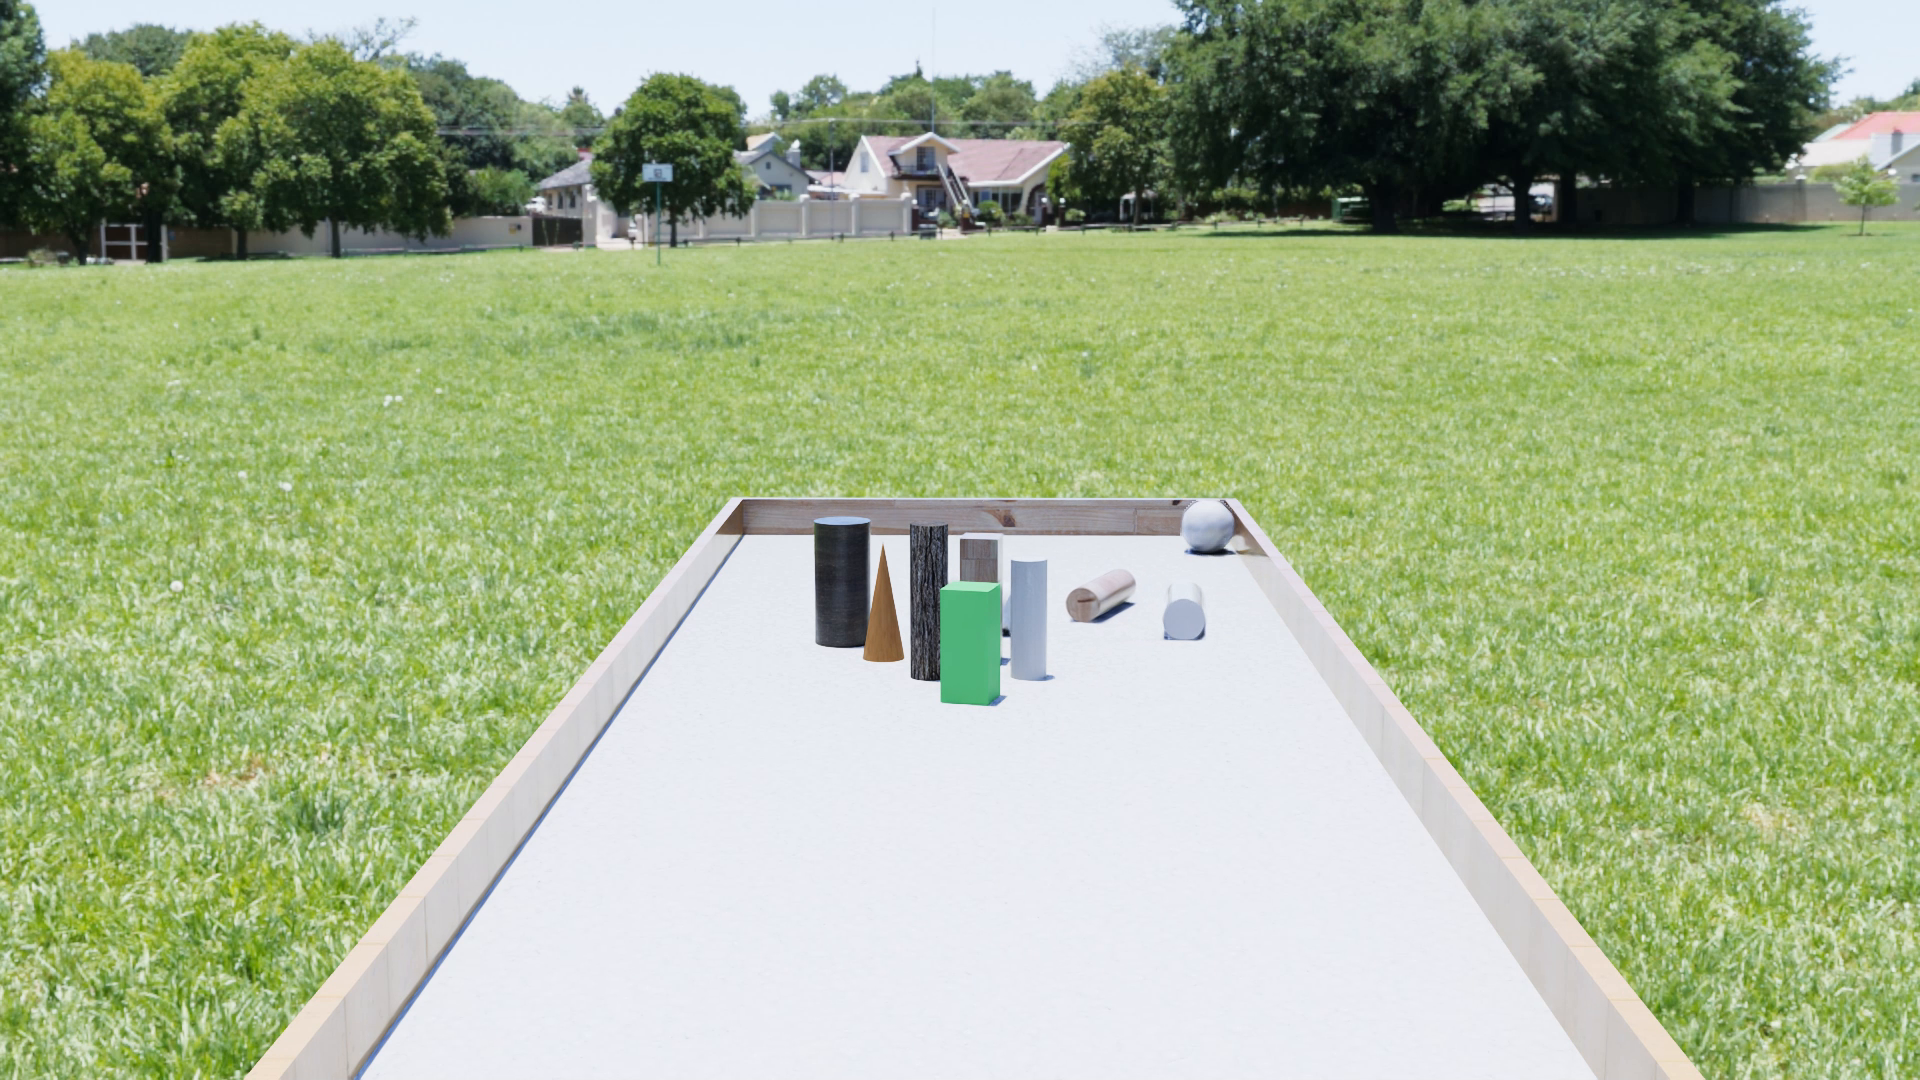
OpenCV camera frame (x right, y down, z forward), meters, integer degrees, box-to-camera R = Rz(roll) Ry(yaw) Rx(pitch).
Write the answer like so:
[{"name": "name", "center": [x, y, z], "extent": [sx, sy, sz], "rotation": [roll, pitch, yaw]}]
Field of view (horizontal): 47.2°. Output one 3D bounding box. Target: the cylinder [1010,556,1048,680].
[{"name": "cylinder", "center": [0.202, 0.228, 6.447], "extent": [0.108, 0.352, 0.108], "rotation": [0, 9, 0]}]

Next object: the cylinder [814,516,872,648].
[{"name": "cylinder", "center": [-0.370, 0.131, 6.936], "extent": [0.178, 0.389, 0.178], "rotation": [0, 9, 0]}]

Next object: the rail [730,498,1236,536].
[{"name": "rail", "center": [0.099, -0.098, 9.147], "extent": [2.100, 0.150, 0.050], "rotation": [0, 9, 1]}]

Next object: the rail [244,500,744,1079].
[{"name": "rail", "center": [-1.004, 0.839, 3.234], "extent": [0.050, 0.150, 12.000], "rotation": [0, 9, 1]}]

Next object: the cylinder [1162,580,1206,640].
[{"name": "cylinder", "center": [0.728, 0.226, 7.151], "extent": [0.135, 0.135, 0.338], "rotation": [1, 9, 6]}]

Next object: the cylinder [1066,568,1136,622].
[{"name": "cylinder", "center": [0.482, 0.186, 7.463], "extent": [0.116, 0.116, 0.409], "rotation": [4, 10, 22]}]

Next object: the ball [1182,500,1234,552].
[{"name": "ball", "center": [0.979, -0.055, 8.689], "extent": [0.209, 0.209, 0.209], "rotation": [0, 9, 0]}]

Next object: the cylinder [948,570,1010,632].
[{"name": "cylinder", "center": [0.120, 0.199, 7.244], "extent": [0.160, 0.160, 0.413], "rotation": [-4, 10, -26]}]

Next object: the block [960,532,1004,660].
[{"name": "block", "center": [0.065, 0.177, 6.664], "extent": [0.115, 0.384, 0.115], "rotation": [1, 9, 9]}]

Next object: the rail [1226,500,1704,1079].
[{"name": "rail", "center": [1.046, 0.843, 3.208], "extent": [0.050, 0.150, 12.000], "rotation": [0, 9, 1]}]

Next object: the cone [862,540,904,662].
[{"name": "cone", "center": [-0.234, 0.181, 6.702], "extent": [0.129, 0.365, 0.129], "rotation": [0, 9, 0]}]

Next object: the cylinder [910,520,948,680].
[{"name": "cylinder", "center": [-0.090, 0.177, 6.434], "extent": [0.112, 0.456, 0.112], "rotation": [0, 9, 0]}]

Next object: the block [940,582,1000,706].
[{"name": "block", "center": [0.030, 0.288, 6.164], "extent": [0.138, 0.322, 0.138], "rotation": [2, 9, 15]}]
